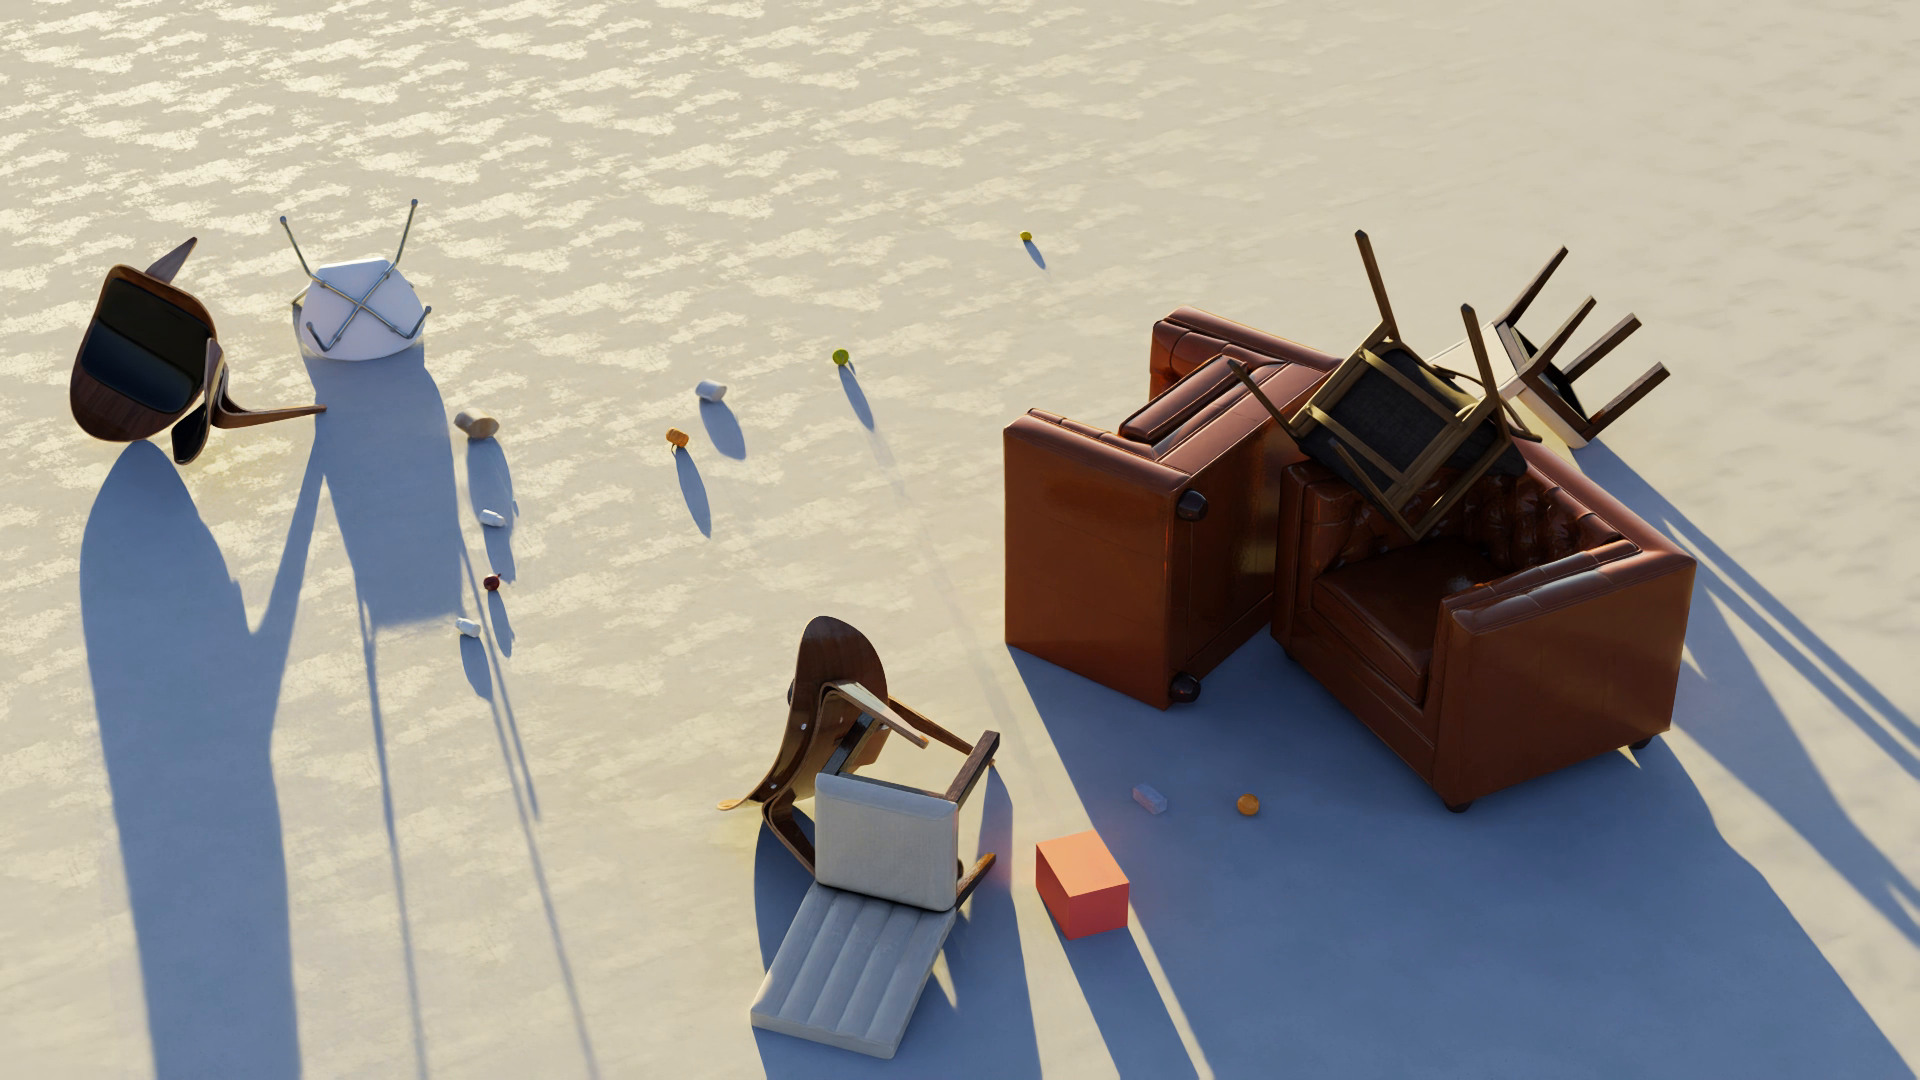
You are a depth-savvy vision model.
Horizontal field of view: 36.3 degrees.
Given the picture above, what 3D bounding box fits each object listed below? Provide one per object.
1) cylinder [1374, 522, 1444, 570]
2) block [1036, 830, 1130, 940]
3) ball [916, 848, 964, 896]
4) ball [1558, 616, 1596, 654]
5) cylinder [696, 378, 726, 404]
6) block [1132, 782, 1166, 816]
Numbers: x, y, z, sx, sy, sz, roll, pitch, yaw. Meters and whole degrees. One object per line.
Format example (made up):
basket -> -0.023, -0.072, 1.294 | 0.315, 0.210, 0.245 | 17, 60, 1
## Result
cylinder -> 1.652, 0.024, 10.790 | 0.180, 0.122, 0.186 | -24, 19, -32
block -> 0.380, 1.075, 9.153 | 0.199, 0.176, 0.276 | -12, 35, -17
ball -> -0.061, 1.046, 9.219 | 0.152, 0.152, 0.152 | 0, 33, 0
ball -> 2.175, 0.333, 10.321 | 0.130, 0.130, 0.130 | 0, 33, 0
cylinder -> -1.002, -0.601, 11.802 | 0.088, 0.059, 0.101 | 28, 36, 16
block -> 0.623, 0.848, 9.618 | 0.049, 0.044, 0.113 | -22, 39, -29
